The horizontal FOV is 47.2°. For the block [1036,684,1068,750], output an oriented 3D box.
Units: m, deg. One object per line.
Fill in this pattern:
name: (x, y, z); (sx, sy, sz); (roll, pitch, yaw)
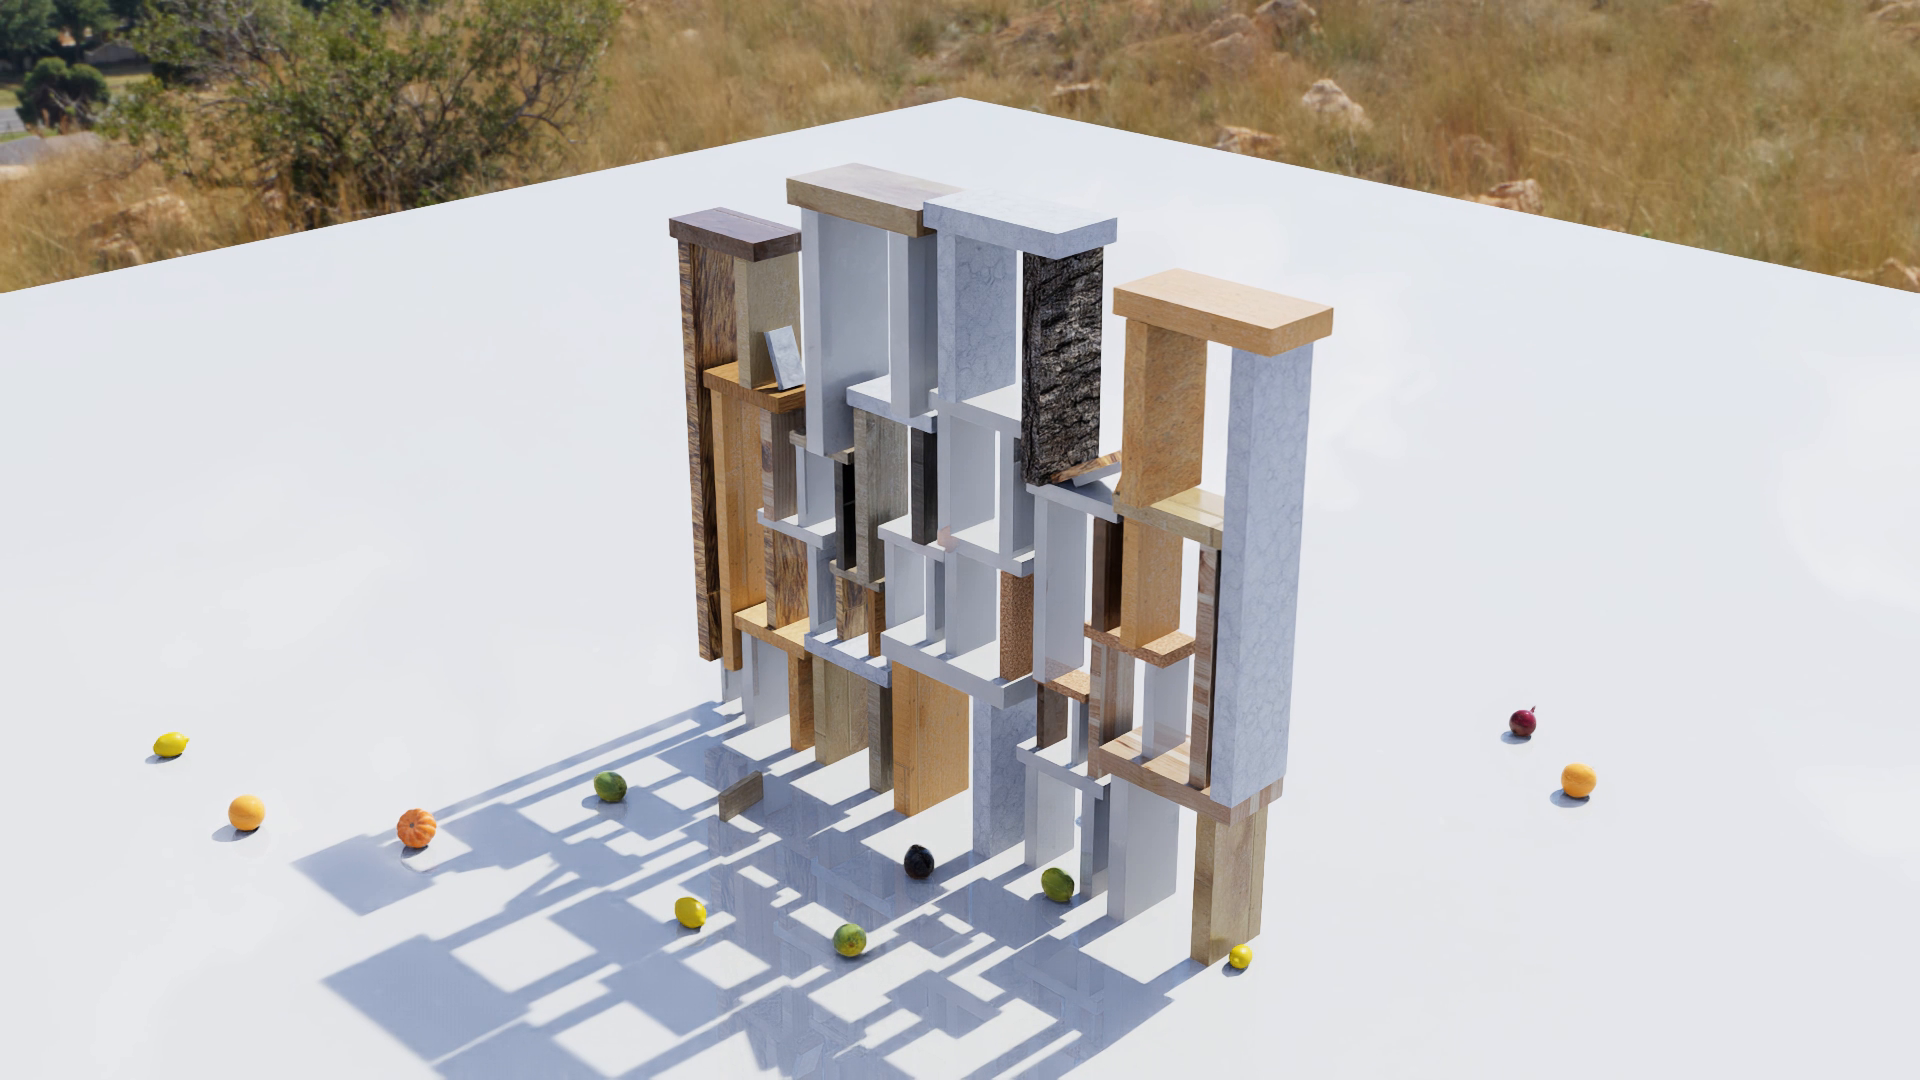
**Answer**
block: (0.176, 0.324, 4.179); (0.067, 0.134, 0.019); (-21, 31, -40)

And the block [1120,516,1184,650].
block: (0.339, 0.059, 3.877); (0.035, 0.246, 0.123); (21, 31, 40)

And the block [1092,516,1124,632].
block: (0.285, 0.048, 3.939); (0.108, 0.217, 0.031); (-20, 30, -39)

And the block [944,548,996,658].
block: (0.021, 0.106, 4.243); (0.031, 0.220, 0.110); (21, 31, 41)

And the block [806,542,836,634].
block: (-0.267, 0.087, 4.559); (0.101, 0.202, 0.029); (-20, 30, -39)

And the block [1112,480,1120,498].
block: (0.312, -0.126, 3.833); (0.063, 0.126, 0.018); (-22, 55, -41)

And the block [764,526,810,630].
block: (-0.364, 0.066, 4.648); (0.029, 0.232, 0.101); (21, 31, 41)

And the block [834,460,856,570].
block: (-0.211, -0.061, 4.428); (0.025, 0.234, 0.087); (21, 31, 41)

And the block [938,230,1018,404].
block: (0.032, -0.424, 4.018); (0.159, 0.319, 0.045); (-21, 31, -40)

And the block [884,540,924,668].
block: (-0.110, 0.118, 4.392); (0.025, 0.275, 0.089); (18, 29, 36)

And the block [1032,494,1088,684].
block: (0.185, 0.078, 4.064); (0.108, 0.370, 0.031); (-21, 31, -40)

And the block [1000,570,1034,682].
block: (0.125, 0.146, 4.147); (0.110, 0.221, 0.031); (-21, 31, -41)

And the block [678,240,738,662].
block: (-0.514, -0.191, 4.699); (0.135, 0.946, 0.038); (-21, 31, -41)

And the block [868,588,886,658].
block: (-0.152, 0.157, 4.460); (0.075, 0.149, 0.021); (-21, 31, -41)

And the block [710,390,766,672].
block: (-0.462, -0.029, 4.707); (0.034, 0.641, 0.120); (21, 31, 41)

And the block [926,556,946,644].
block: (-0.027, 0.104, 4.300); (0.025, 0.178, 0.089); (21, 31, 41)

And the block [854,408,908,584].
block: (-0.155, -0.101, 4.358); (0.033, 0.364, 0.117); (19, 30, 38)

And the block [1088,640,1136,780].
block: (0.280, 0.298, 4.053); (0.094, 0.280, 0.027); (-21, 31, -40)

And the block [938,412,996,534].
block: (0.013, -0.141, 4.155); (0.120, 0.240, 0.034); (-21, 31, -41)

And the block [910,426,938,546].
block: (-0.042, -0.118, 4.232); (0.033, 0.235, 0.117); (19, 30, 38)

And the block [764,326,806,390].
block: (-0.353, -0.368, 4.447); (0.060, 0.120, 0.017); (-21, 10, -40)

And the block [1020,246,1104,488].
block: (0.181, -0.317, 3.901); (0.159, 0.423, 0.045); (-21, 31, -40)

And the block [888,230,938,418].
block: (-0.051, -0.419, 4.105); (0.050, 0.352, 0.176); (21, 30, 40)

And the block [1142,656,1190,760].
block: (0.370, 0.291, 3.952); (0.027, 0.188, 0.094); (21, 31, 40)

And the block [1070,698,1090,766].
block: (0.239, 0.349, 4.120); (0.067, 0.134, 0.019); (-21, 31, -40)

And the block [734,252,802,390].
block: (-0.387, -0.452, 4.448); (0.135, 0.271, 0.038); (-21, 31, -40)

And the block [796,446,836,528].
block: (-0.292, -0.121, 4.493); (0.087, 0.175, 0.025); (-21, 31, -41)

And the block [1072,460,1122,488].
block: (0.263, -0.124, 3.888); (0.063, 0.018, 0.126); (-22, 2, -41)

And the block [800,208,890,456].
block: (-0.221, -0.419, 4.281); (0.176, 0.491, 0.050); (-21, 31, -40)

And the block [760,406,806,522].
block: (-0.350, -0.169, 4.522); (0.034, 0.240, 0.120); (21, 31, 41)

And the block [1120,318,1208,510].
block: (0.348, -0.232, 3.739); (0.046, 0.328, 0.164); (21, 31, 40)

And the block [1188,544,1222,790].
block: (0.458, 0.203, 3.811); (0.035, 0.460, 0.123); (21, 31, 40)

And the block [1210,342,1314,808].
block: (0.506, 0.054, 3.699); (0.046, 0.823, 0.164); (20, 30, 39)

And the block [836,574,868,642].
block: (-0.219, 0.127, 4.530); (0.075, 0.149, 0.021); (-19, 30, -37)

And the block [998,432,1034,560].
block: (0.126, -0.097, 4.050); (0.034, 0.240, 0.120); (21, 31, 40)

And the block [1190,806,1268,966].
block: (0.485, 0.602, 3.956); (0.043, 0.301, 0.151); (21, 31, 40)
